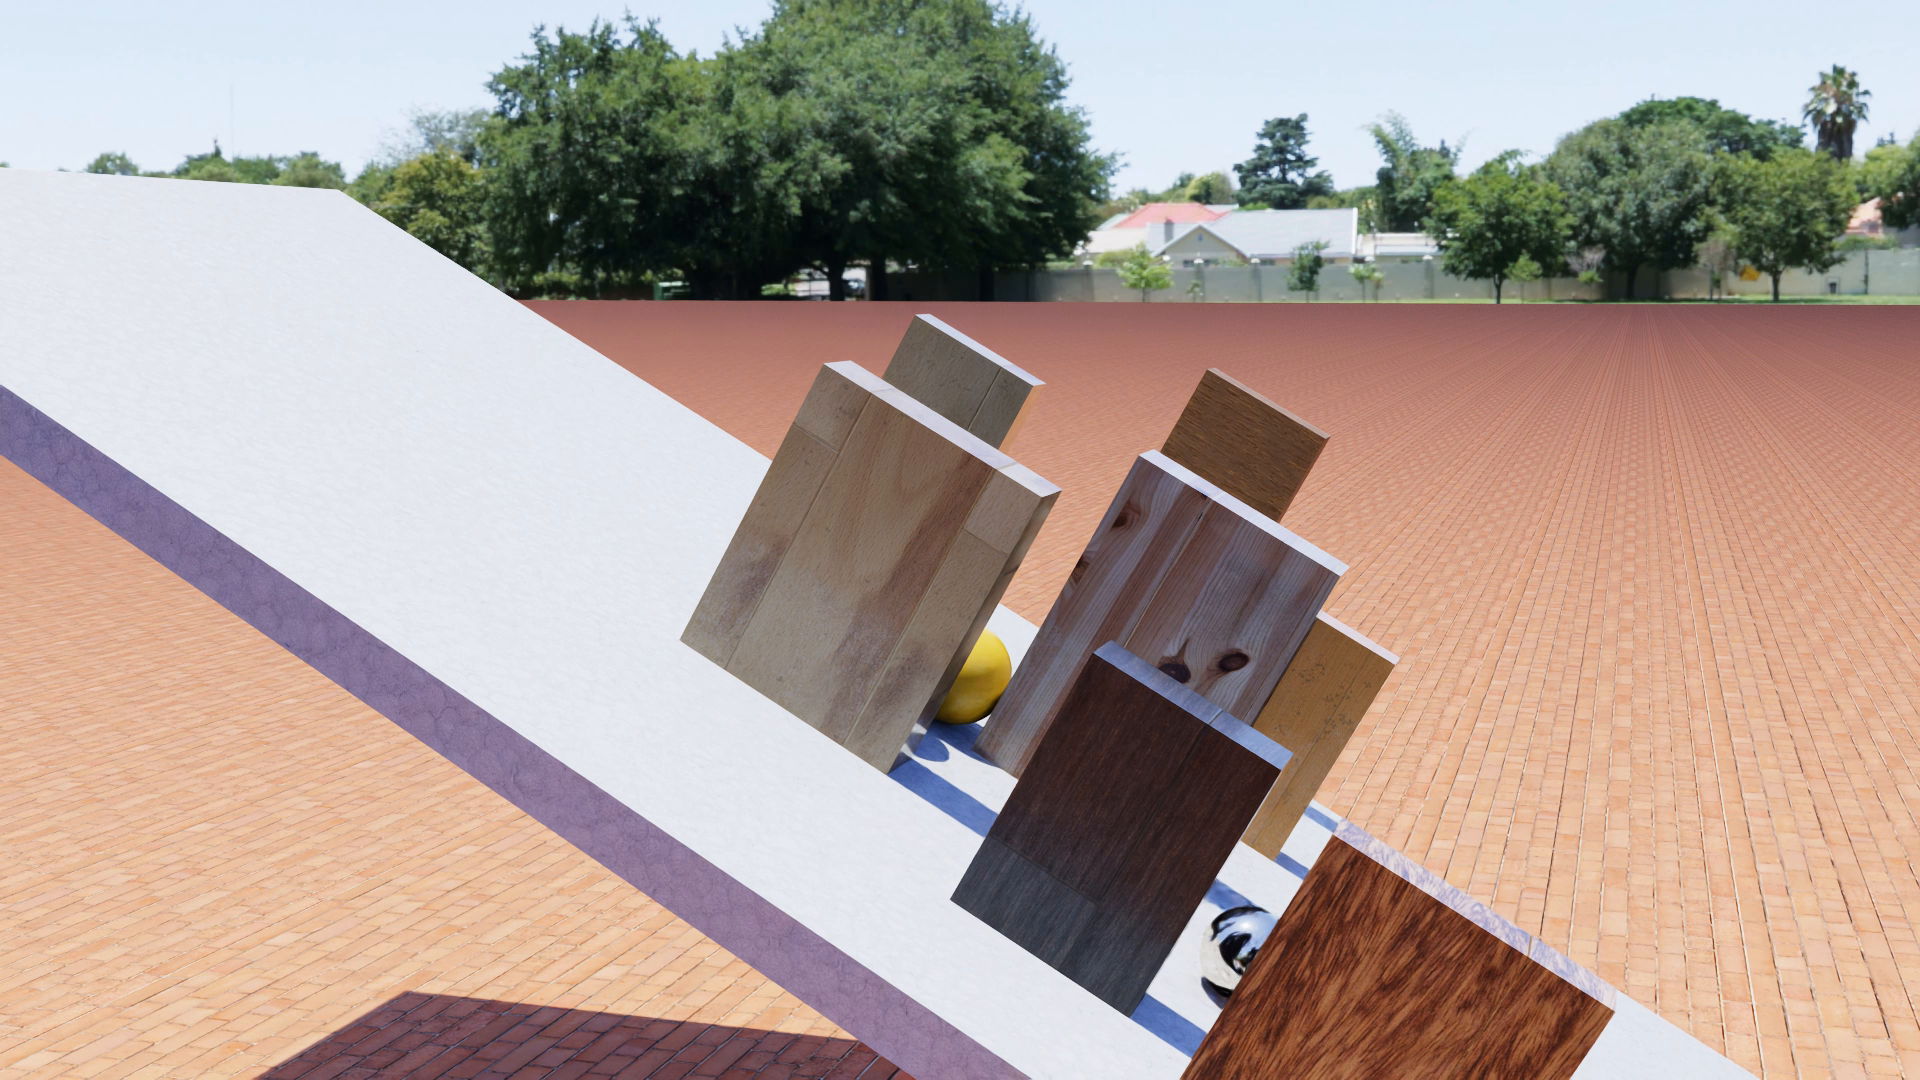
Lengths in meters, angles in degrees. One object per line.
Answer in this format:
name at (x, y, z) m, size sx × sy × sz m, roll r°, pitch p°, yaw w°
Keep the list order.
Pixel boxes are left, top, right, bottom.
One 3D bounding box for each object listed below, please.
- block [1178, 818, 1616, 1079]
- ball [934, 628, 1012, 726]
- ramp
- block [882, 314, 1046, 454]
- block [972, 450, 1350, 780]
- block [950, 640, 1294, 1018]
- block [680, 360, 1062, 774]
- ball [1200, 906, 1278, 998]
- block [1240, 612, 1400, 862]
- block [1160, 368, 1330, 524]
block at (0.576, 0.714, 3.025) m, size 0.427 × 0.504 × 0.100 m, roll 32°, pitch 15°, yaw 11°
ball at (-0.001, 0.249, 4.146) m, size 0.199 × 0.199 × 0.199 m, roll 0°, pitch 7°, yaw 0°
ramp at (-0.195, 0.322, 4.133) m, size 4.000 × 0.100 × 2.000 m, roll 32°, pitch 15°, yaw 11°
block at (-0.100, -0.122, 4.416) m, size 0.277 × 0.601 × 0.093 m, roll 32°, pitch 15°, yaw 11°
block at (0.363, 0.220, 4.044) m, size 0.418 × 0.641 × 0.131 m, roll 32°, pitch 15°, yaw 11°
block at (0.248, 0.445, 3.409) m, size 0.332 × 0.464 × 0.121 m, roll 32°, pitch 15°, yaw 11°
block at (-0.159, 0.045, 3.815) m, size 0.441 × 0.560 × 0.135 m, roll 32°, pitch 15°, yaw 11°
ball at (0.475, 0.685, 3.634) m, size 0.159 × 0.159 × 0.159 m, roll 0°, pitch 7°, yaw 0°
block at (0.644, 0.373, 4.394) m, size 0.248 × 0.471 × 0.084 m, roll 32°, pitch 15°, yaw 11°
block at (0.495, 0.014, 4.821) m, size 0.294 × 0.729 × 0.088 m, roll 32°, pitch 15°, yaw 11°
